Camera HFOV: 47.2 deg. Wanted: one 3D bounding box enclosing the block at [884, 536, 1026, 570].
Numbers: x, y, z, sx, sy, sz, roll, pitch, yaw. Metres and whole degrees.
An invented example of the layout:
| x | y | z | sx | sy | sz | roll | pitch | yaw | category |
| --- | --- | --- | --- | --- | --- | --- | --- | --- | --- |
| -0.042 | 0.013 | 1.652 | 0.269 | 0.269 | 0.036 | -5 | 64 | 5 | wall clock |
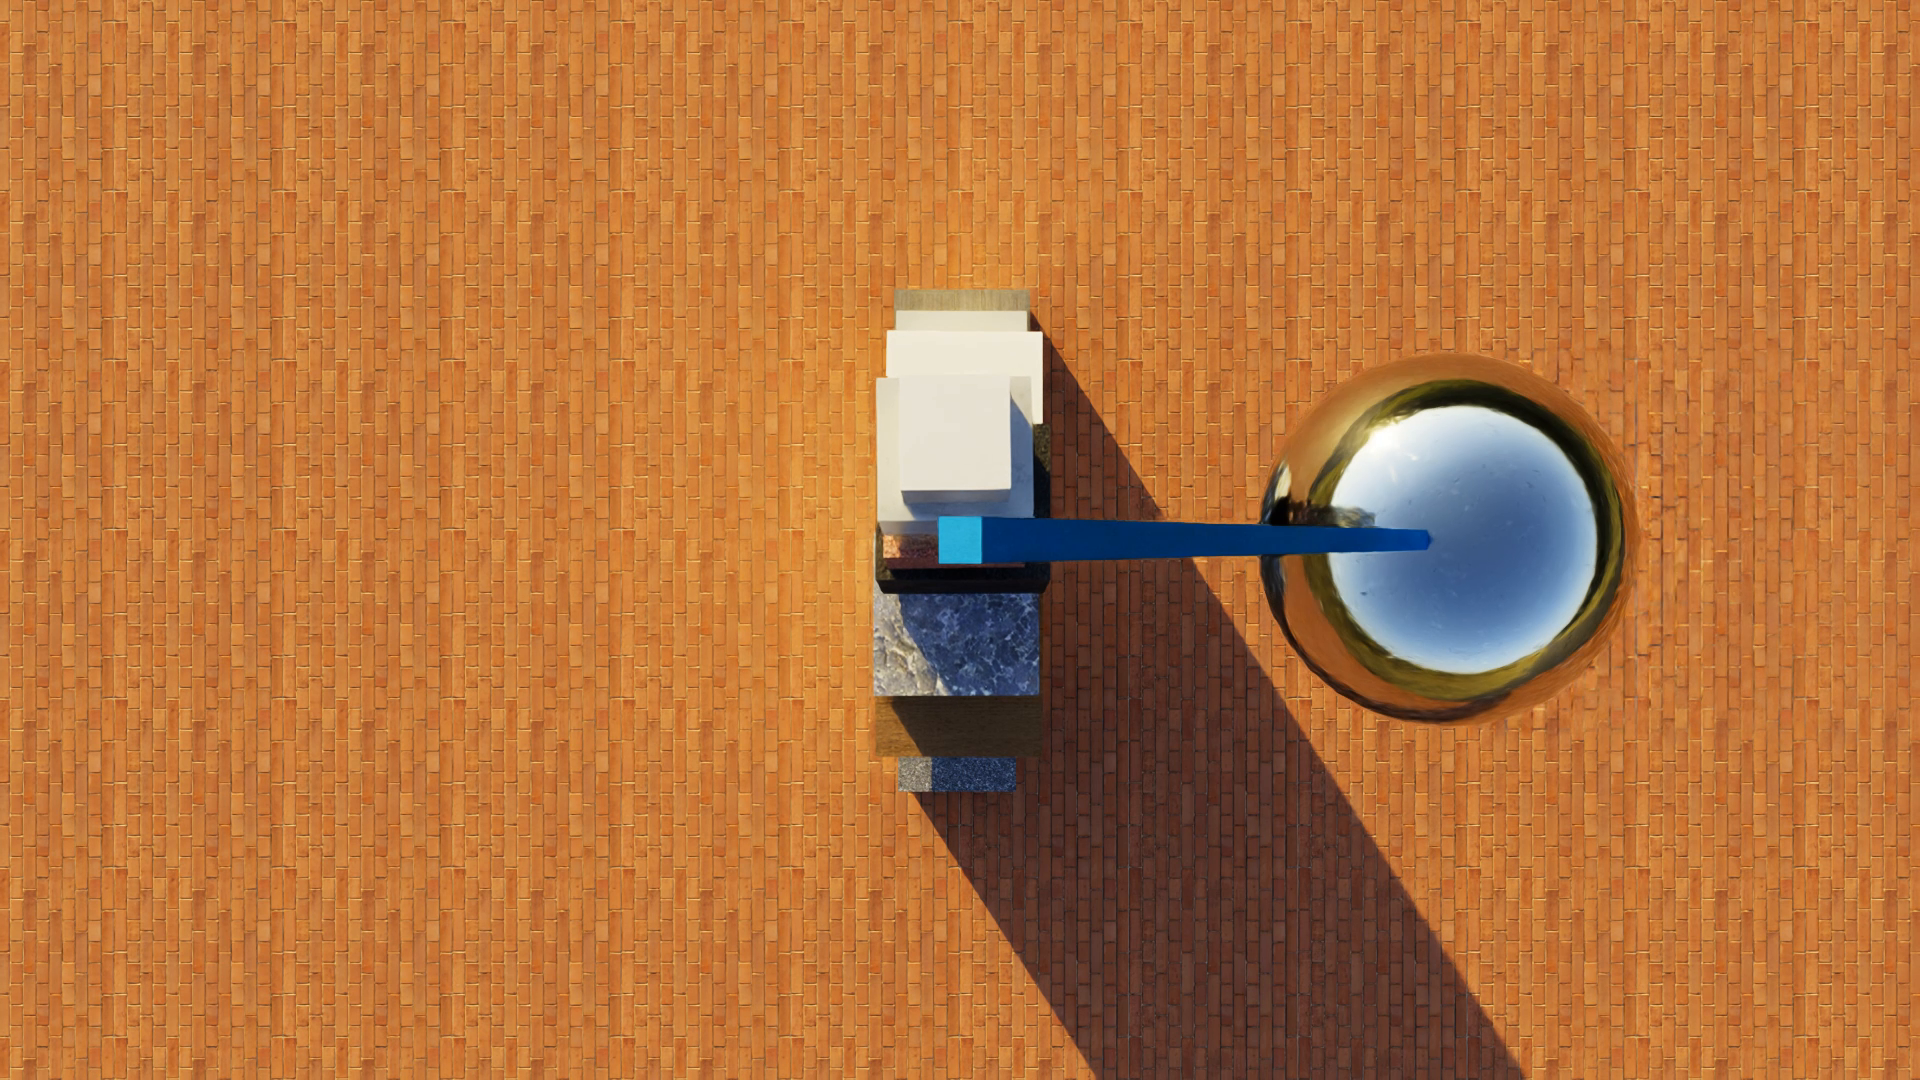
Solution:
| x | y | z | sx | sy | sz | roll | pitch | yaw | category |
| --- | --- | --- | --- | --- | --- | --- | --- | --- | --- |
| -0.020 | -0.200 | 9.460 | 0.601 | 0.600 | 0.596 | -1 | 85 | 0 | block |

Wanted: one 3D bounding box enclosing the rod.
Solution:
| x | y | z | sx | sy | sz | roll | pitch | yaw | category |
| --- | --- | --- | --- | --- | --- | --- | --- | --- | --- |
| 0.899 | 0.000 | 6.213 | 0.080 | 5.200 | 0.080 | 0 | 90 | 20 | rod |

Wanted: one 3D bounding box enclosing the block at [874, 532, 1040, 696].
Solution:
| x | y | z | sx | sy | sz | roll | pitch | yaw | category |
| --- | --- | --- | --- | --- | --- | --- | --- | --- | --- |
| -0.018 | 0.369 | 11.026 | 0.800 | 0.813 | 0.787 | 0 | 88 | 0 | block |

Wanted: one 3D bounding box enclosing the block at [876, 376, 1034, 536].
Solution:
| x | y | z | sx | sy | sz | roll | pitch | yaw | category |
| --- | --- | --- | --- | --- | --- | --- | --- | --- | --- |
| -0.018 | -0.310 | 8.298 | 0.569 | 0.535 | 0.528 | -1 | 84 | 0 | block |

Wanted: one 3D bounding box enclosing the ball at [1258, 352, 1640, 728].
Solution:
| x | y | z | sx | sy | sz | roll | pitch | yaw | category |
| --- | --- | --- | --- | --- | --- | --- | --- | --- | --- |
| 2.074 | 0.000 | 9.403 | 1.600 | 1.600 | 1.600 | 0 | 90 | 0 | ball |

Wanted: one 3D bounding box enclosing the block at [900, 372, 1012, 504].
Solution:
| x | y | z | sx | sy | sz | roll | pitch | yaw | category |
| --- | --- | --- | --- | --- | --- | --- | --- | --- | --- |
| -0.017 | -0.358 | 7.835 | 0.384 | 0.396 | 0.408 | -1 | 84 | 0 | block |

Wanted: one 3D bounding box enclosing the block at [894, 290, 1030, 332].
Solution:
| x | y | z | sx | sy | sz | roll | pitch | yaw | category |
| --- | --- | --- | --- | --- | --- | --- | --- | --- | --- |
| 0.011 | -1.068 | 12.646 | 0.761 | 0.709 | 0.666 | 0 | 90 | 0 | block |

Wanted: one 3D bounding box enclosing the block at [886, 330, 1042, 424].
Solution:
| x | y | z | sx | sy | sz | roll | pitch | yaw | category |
| --- | --- | --- | --- | --- | --- | --- | --- | --- | --- |
| 0.020 | -0.578 | 11.136 | 0.760 | 0.878 | 0.759 | 1 | 81 | 0 | block |

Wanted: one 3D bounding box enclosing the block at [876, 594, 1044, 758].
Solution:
| x | y | z | sx | sy | sz | roll | pitch | yaw | category |
| --- | --- | --- | --- | --- | --- | --- | --- | --- | --- |
| -0.003 | 0.690 | 11.812 | 0.871 | 0.750 | 0.877 | 0 | 90 | 0 | block |

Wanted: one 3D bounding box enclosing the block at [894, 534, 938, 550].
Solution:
| x | y | z | sx | sy | sz | roll | pitch | yaw | category |
| --- | --- | --- | --- | --- | --- | --- | --- | --- | --- |
| -0.011 | -0.252 | 8.862 | 0.506 | 0.600 | 0.522 | -1 | 85 | 0 | block |

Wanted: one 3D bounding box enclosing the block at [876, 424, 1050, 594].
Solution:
| x | y | z | sx | sy | sz | roll | pitch | yaw | category |
| --- | --- | --- | --- | --- | --- | --- | --- | --- | --- |
| 0.014 | -0.130 | 10.192 | 0.775 | 0.871 | 0.697 | 0 | 85 | 0 | block |

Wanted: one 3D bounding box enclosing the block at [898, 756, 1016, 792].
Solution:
| x | y | z | sx | sy | sz | roll | pitch | yaw | category |
| --- | --- | --- | --- | --- | --- | --- | --- | --- | --- |
| -0.016 | 1.037 | 12.625 | 0.657 | 0.749 | 0.727 | 0 | 90 | 0 | block |

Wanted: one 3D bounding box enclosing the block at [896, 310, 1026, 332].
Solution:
| x | y | z | sx | sy | sz | roll | pitch | yaw | category |
| --- | --- | --- | --- | --- | --- | --- | --- | --- | --- |
| 0.008 | -0.818 | 11.948 | 0.689 | 0.645 | 0.756 | 0 | 87 | 0 | block |
